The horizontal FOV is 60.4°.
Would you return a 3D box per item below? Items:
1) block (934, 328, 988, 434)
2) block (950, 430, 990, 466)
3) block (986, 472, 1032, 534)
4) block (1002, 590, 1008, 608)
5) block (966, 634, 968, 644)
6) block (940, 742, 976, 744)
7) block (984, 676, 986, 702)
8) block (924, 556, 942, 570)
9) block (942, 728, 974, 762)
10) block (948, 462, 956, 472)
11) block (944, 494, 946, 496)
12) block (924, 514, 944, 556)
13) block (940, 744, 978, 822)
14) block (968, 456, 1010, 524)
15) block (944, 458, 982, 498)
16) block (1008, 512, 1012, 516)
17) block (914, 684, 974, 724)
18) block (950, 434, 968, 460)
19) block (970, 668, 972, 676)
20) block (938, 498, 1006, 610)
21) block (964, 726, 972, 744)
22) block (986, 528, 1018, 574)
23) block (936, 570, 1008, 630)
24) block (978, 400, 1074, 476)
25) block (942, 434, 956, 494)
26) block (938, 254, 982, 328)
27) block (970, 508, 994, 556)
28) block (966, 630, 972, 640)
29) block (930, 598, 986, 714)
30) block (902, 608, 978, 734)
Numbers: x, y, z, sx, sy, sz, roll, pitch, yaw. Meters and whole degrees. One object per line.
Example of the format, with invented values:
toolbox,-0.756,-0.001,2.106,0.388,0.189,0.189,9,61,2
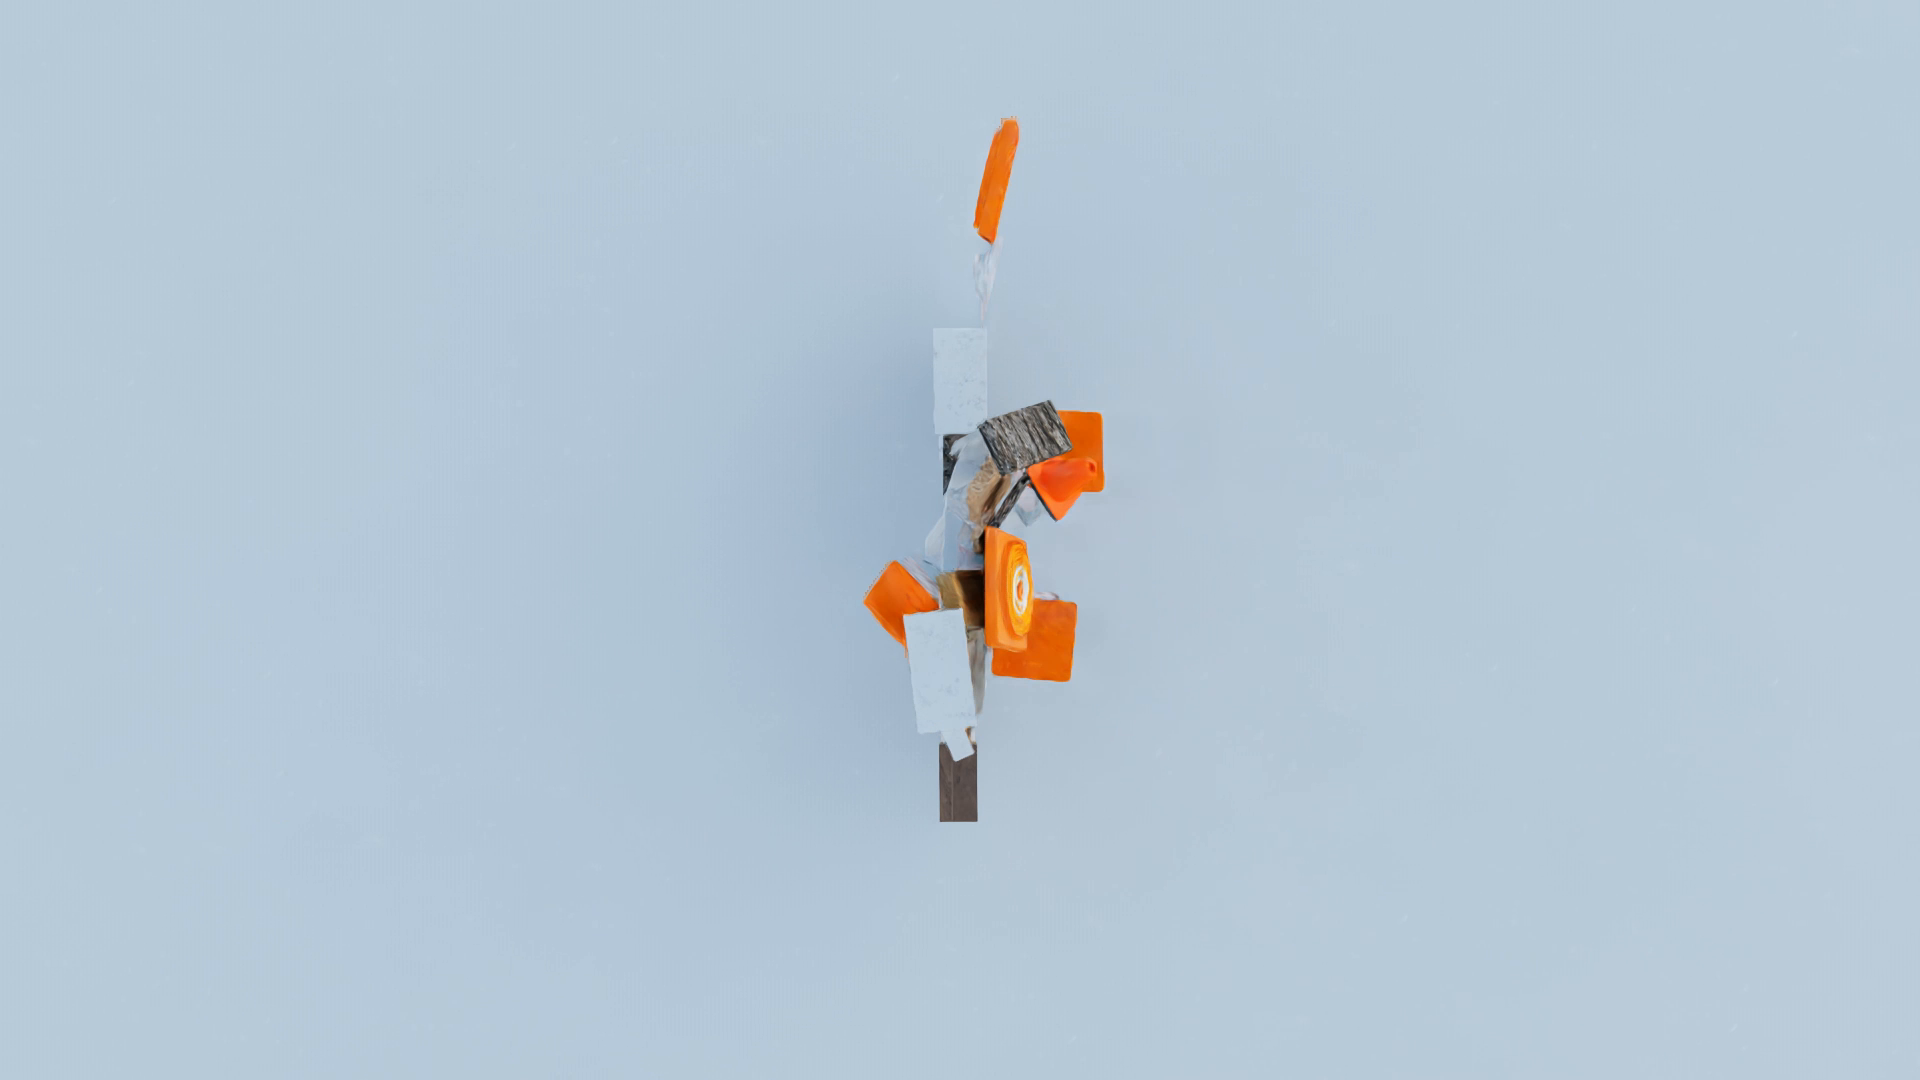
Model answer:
block,0.001,-0.458,4.757,0.152,0.043,0.303,0,90,0
block,0.092,-0.262,4.751,0.146,0.670,0.041,20,86,-8
block,0.134,-0.100,4.508,0.025,0.179,0.090,35,51,3
block,0.037,0.181,4.921,0.172,0.345,0.049,2,85,-5
block,-0.026,0.363,4.908,0.088,0.025,0.176,5,91,3
block,-0.005,0.672,5.241,0.118,0.237,0.034,0,90,0
block,-0.004,0.482,5.324,0.176,0.351,0.050,0,91,0
block,-0.026,0.007,5.292,0.097,0.028,0.194,28,77,7
block,-0.012,0.578,4.831,0.063,0.018,0.127,-25,93,-2
block,0.013,-0.224,5.178,0.077,0.155,0.022,8,88,-9
block,-0.002,-0.134,5.401,0.097,0.194,0.028,19,87,2
block,0.007,-0.015,5.011,0.172,0.523,0.049,1,81,-8
block,-0.005,0.751,5.106,0.118,0.034,0.237,0,90,0
block,0.081,-0.145,4.519,0.041,0.292,0.146,34,77,10
block,0.012,-0.184,5.086,0.077,0.022,0.155,19,85,-8
block,0.082,-0.100,5.256,0.077,0.172,0.022,-23,63,30
block,-0.039,0.459,4.643,0.156,0.505,0.044,1,92,1
block,-0.004,-0.303,5.144,0.054,0.015,0.109,1,90,0
block,-0.013,0.410,5.008,0.088,0.176,0.025,3,92,3
block,0.035,0.057,4.721,0.172,0.049,0.345,4,87,-7
block,0.004,0.606,5.101,0.063,0.516,0.018,0,90,0
block,0.119,0.031,4.657,0.025,0.179,0.090,2,77,20
block,0.036,0.166,4.535,0.044,0.312,0.156,-21,82,21
block,0.176,-0.271,4.361,0.041,0.292,0.146,-28,86,40
block,-0.002,-0.254,5.275,0.105,0.030,0.210,0,90,0
block,0.001,-0.740,5.028,0.130,0.037,0.259,0,90,0
block,0.067,-0.023,4.609,0.025,0.179,0.090,27,78,10
block,-0.008,0.289,5.010,0.088,0.176,0.025,2,88,0
block,-0.008,0.358,5.123,0.175,0.050,0.351,2,90,0
block,-0.053,0.344,4.352,0.156,0.044,0.312,-7,94,-4
